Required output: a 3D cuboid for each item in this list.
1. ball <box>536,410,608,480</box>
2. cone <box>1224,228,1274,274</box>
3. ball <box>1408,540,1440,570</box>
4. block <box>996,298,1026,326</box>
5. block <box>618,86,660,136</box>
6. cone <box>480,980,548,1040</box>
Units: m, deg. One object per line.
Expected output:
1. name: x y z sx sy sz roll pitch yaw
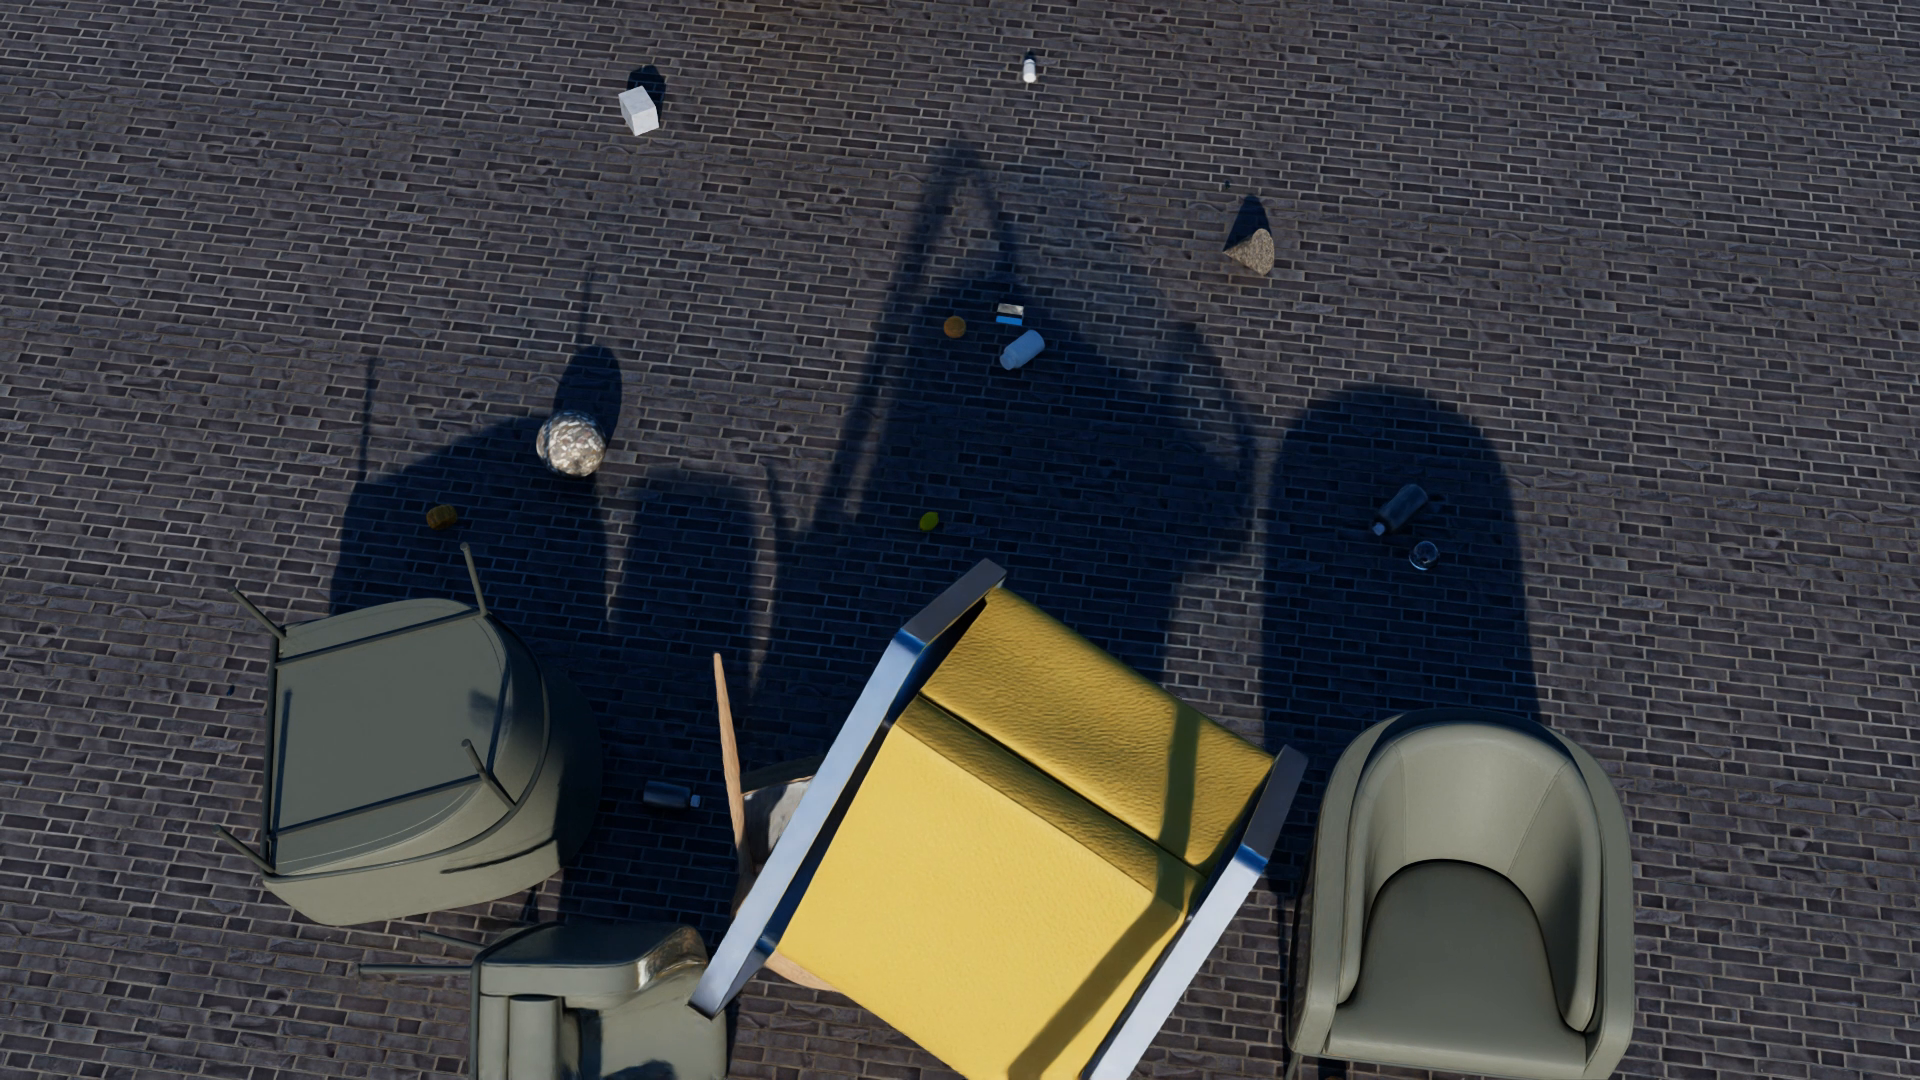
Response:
1. ball: -1.173 -0.289 6.641 0.211 0.211 0.211 0 56 0
2. cone: 0.918 -0.938 7.161 0.151 0.159 0.147 5 74 37
3. ball: 1.371 0.044 6.489 0.092 0.092 0.092 0 56 0
4. block: 0.161 -0.730 7.032 0.084 0.053 0.059 9 57 6
5. block: -1.095 -1.464 7.497 0.089 0.097 0.114 -24 59 -15
6. cone: -1.168 1.179 5.677 0.180 0.174 0.162 -31 62 -19
